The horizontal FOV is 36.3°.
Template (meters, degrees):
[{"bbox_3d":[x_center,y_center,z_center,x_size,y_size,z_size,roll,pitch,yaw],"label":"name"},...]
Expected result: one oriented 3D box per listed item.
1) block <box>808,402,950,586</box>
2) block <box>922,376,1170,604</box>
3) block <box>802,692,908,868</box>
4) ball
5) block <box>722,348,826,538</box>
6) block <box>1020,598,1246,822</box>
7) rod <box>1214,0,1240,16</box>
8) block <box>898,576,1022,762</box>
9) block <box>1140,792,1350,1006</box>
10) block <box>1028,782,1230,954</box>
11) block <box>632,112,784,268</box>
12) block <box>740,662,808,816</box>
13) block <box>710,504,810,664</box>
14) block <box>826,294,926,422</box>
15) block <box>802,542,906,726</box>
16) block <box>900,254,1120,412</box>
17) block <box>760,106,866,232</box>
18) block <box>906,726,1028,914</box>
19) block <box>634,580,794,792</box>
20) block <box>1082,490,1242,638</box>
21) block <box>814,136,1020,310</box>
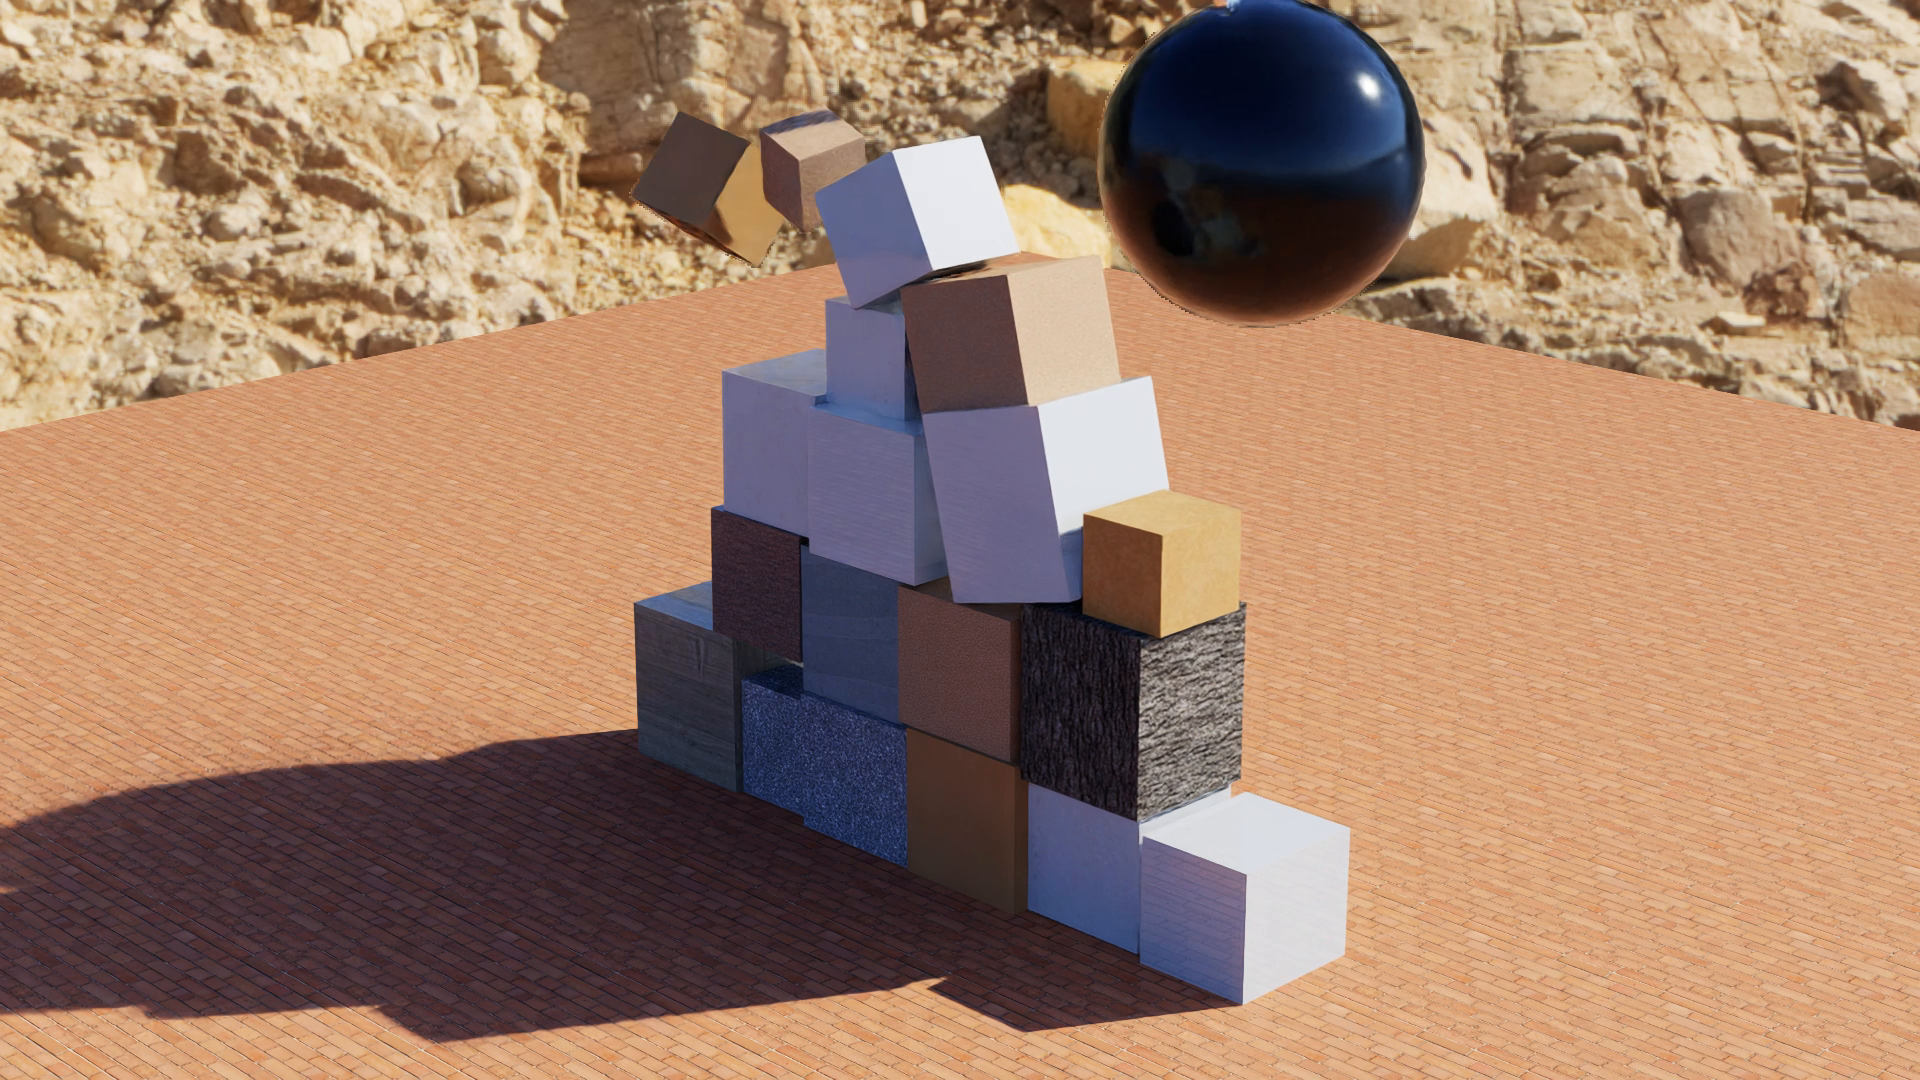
[{"bbox_3d":[-0.188,-0.277,13.443,0.694,0.692,0.736,17,24,42],"label":"block"},{"bbox_3d":[0.403,-0.219,12.858,0.722,0.847,0.715,-17,10,-43],"label":"block"},{"bbox_3d":[-0.235,1.044,13.905,0.722,0.671,0.726,-17,24,-42],"label":"block"},{"bbox_3d":[1.467,-1.843,14.300,1.600,1.600,1.600,0,17,0],"label":"ball"},{"bbox_3d":[-0.679,-0.465,13.906,0.649,0.689,0.617,17,24,42],"label":"block"},{"bbox_3d":[0.750,0.659,12.745,0.684,0.817,0.685,-17,24,-42],"label":"block"},{"bbox_3d":[0.636,-4.638,12.550,0.080,5.200,0.080,17,44,42],"label":"rod"},{"bbox_3d":[0.229,0.513,13.276,0.734,0.653,0.705,-17,24,-42],"label":"block"},{"bbox_3d":[1.216,1.519,12.525,0.684,0.591,0.572,-17,24,-42],"label":"block"},{"bbox_3d":[0.745,1.350,12.981,0.601,0.641,0.653,-17,24,-42],"label":"block"},{"bbox_3d":[-1.142,-1.658,13.851,0.518,0.464,0.445,28,-2,39],"label":"block"},{"bbox_3d":[-0.683,0.950,14.340,0.564,0.590,0.514,-17,24,-42],"label":"block"},{"bbox_3d":[-0.740,0.143,14.161,0.630,0.626,0.666,18,25,42],"label":"block"},{"bbox_3d":[-0.264,-0.859,13.349,0.512,0.476,0.471,16,24,42],"label":"block"},{"bbox_3d":[-0.260,0.364,13.753,0.680,0.716,0.677,-17,24,-42],"label":"block"},{"bbox_3d":[0.219,-0.902,12.831,0.588,0.556,0.672,-17,10,-43],"label":"block"},{"bbox_3d":[-0.668,-1.698,13.405,0.349,0.385,0.340,-24,45,-25],"label":"block"},{"bbox_3d":[0.269,1.179,13.420,0.764,0.704,0.682,-17,24,-42],"label":"block"},{"bbox_3d":[-1.119,0.704,14.760,0.697,0.807,0.754,-17,24,-42],"label":"block"},{"bbox_3d":[0.856,0.093,12.438,0.440,0.447,0.510,17,24,42],"label":"block"},{"bbox_3d":[-0.195,-1.413,13.067,0.545,0.551,0.570,-17,-3,-43],"label":"block"}]
